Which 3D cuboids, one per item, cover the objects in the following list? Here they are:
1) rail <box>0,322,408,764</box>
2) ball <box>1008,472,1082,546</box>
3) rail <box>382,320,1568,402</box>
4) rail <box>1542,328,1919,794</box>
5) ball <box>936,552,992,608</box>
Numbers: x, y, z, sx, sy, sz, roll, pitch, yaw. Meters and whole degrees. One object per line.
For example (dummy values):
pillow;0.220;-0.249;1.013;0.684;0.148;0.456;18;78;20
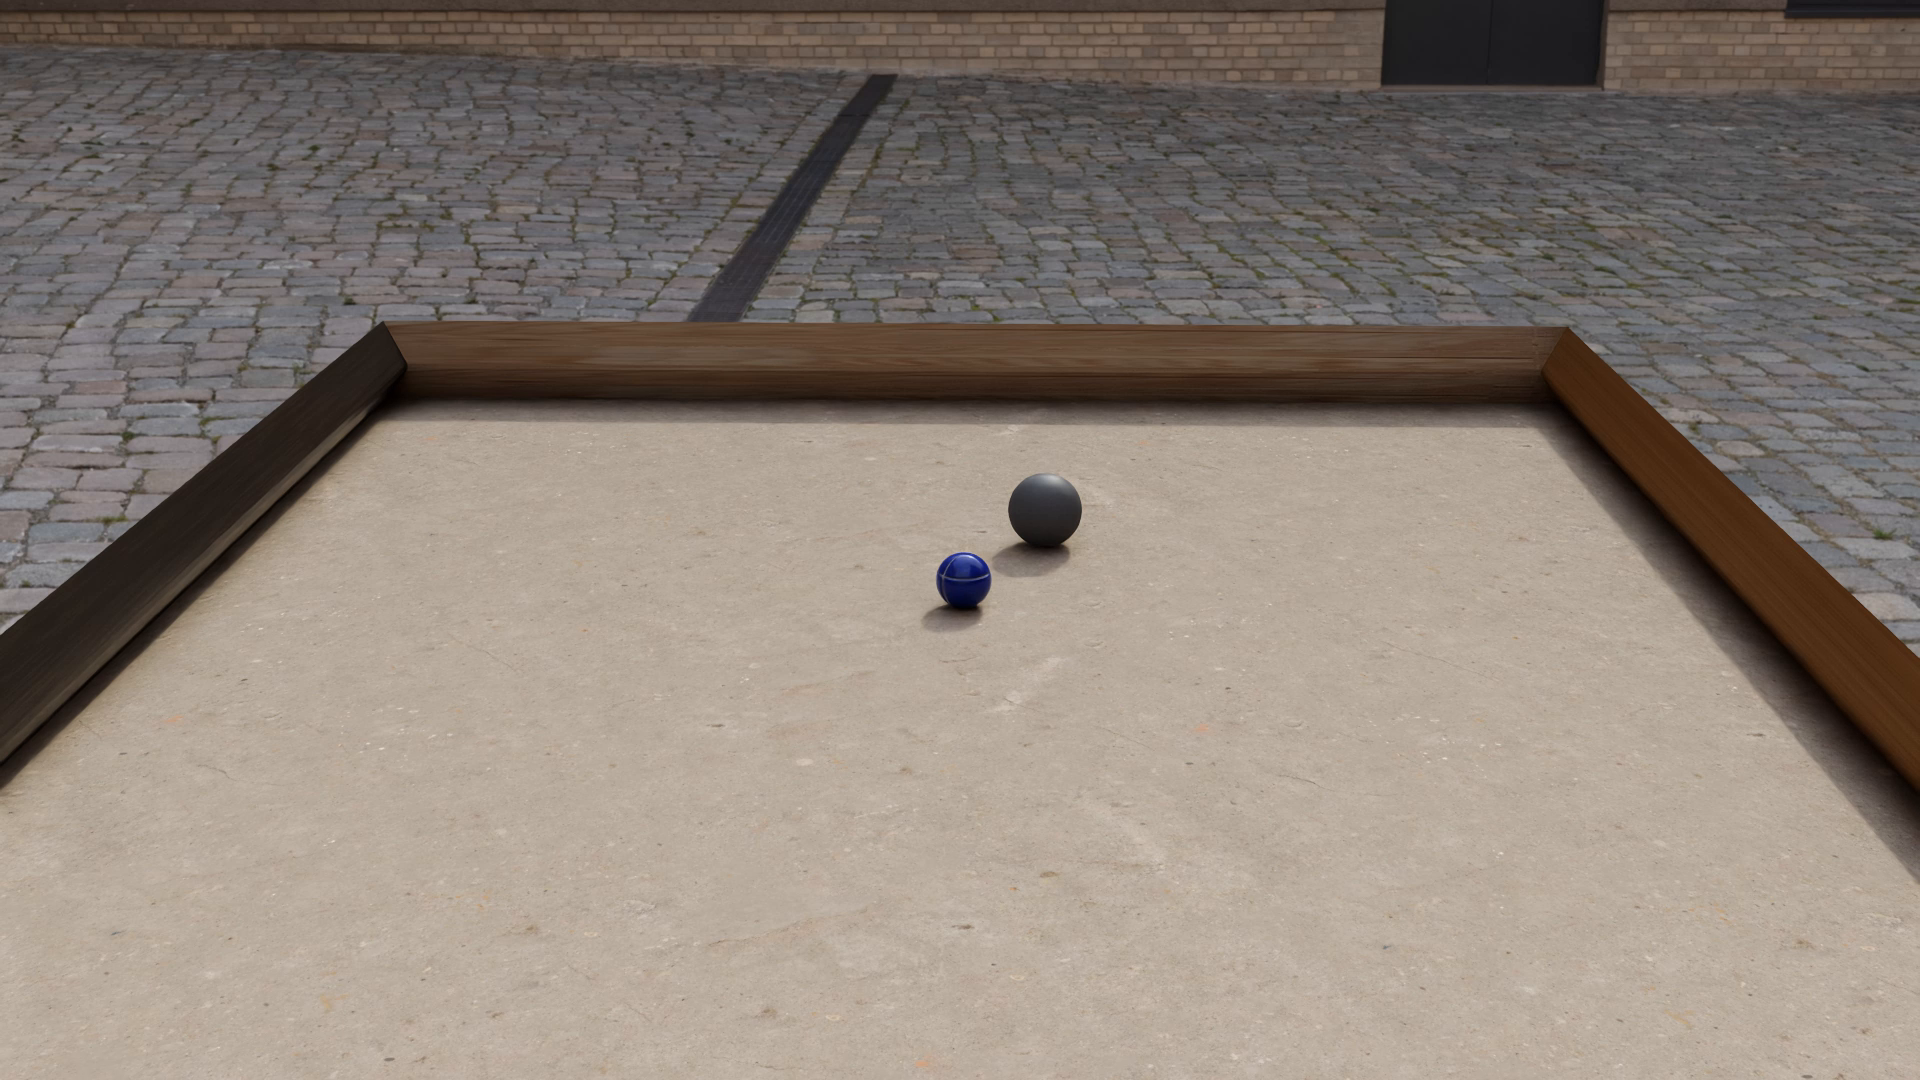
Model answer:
rail;-0.872;0.220;1.825;0.045;0.115;3.098;0;19;1
ball;0.102;-0.036;2.634;0.089;0.089;0.089;0;19;0
rail;0.017;-0.258;3.252;1.758;0.115;0.045;0;19;1
rail;0.838;0.232;1.788;0.045;0.115;3.098;0;19;1
ball;0.004;0.044;2.435;0.062;0.062;0.062;0;19;0
